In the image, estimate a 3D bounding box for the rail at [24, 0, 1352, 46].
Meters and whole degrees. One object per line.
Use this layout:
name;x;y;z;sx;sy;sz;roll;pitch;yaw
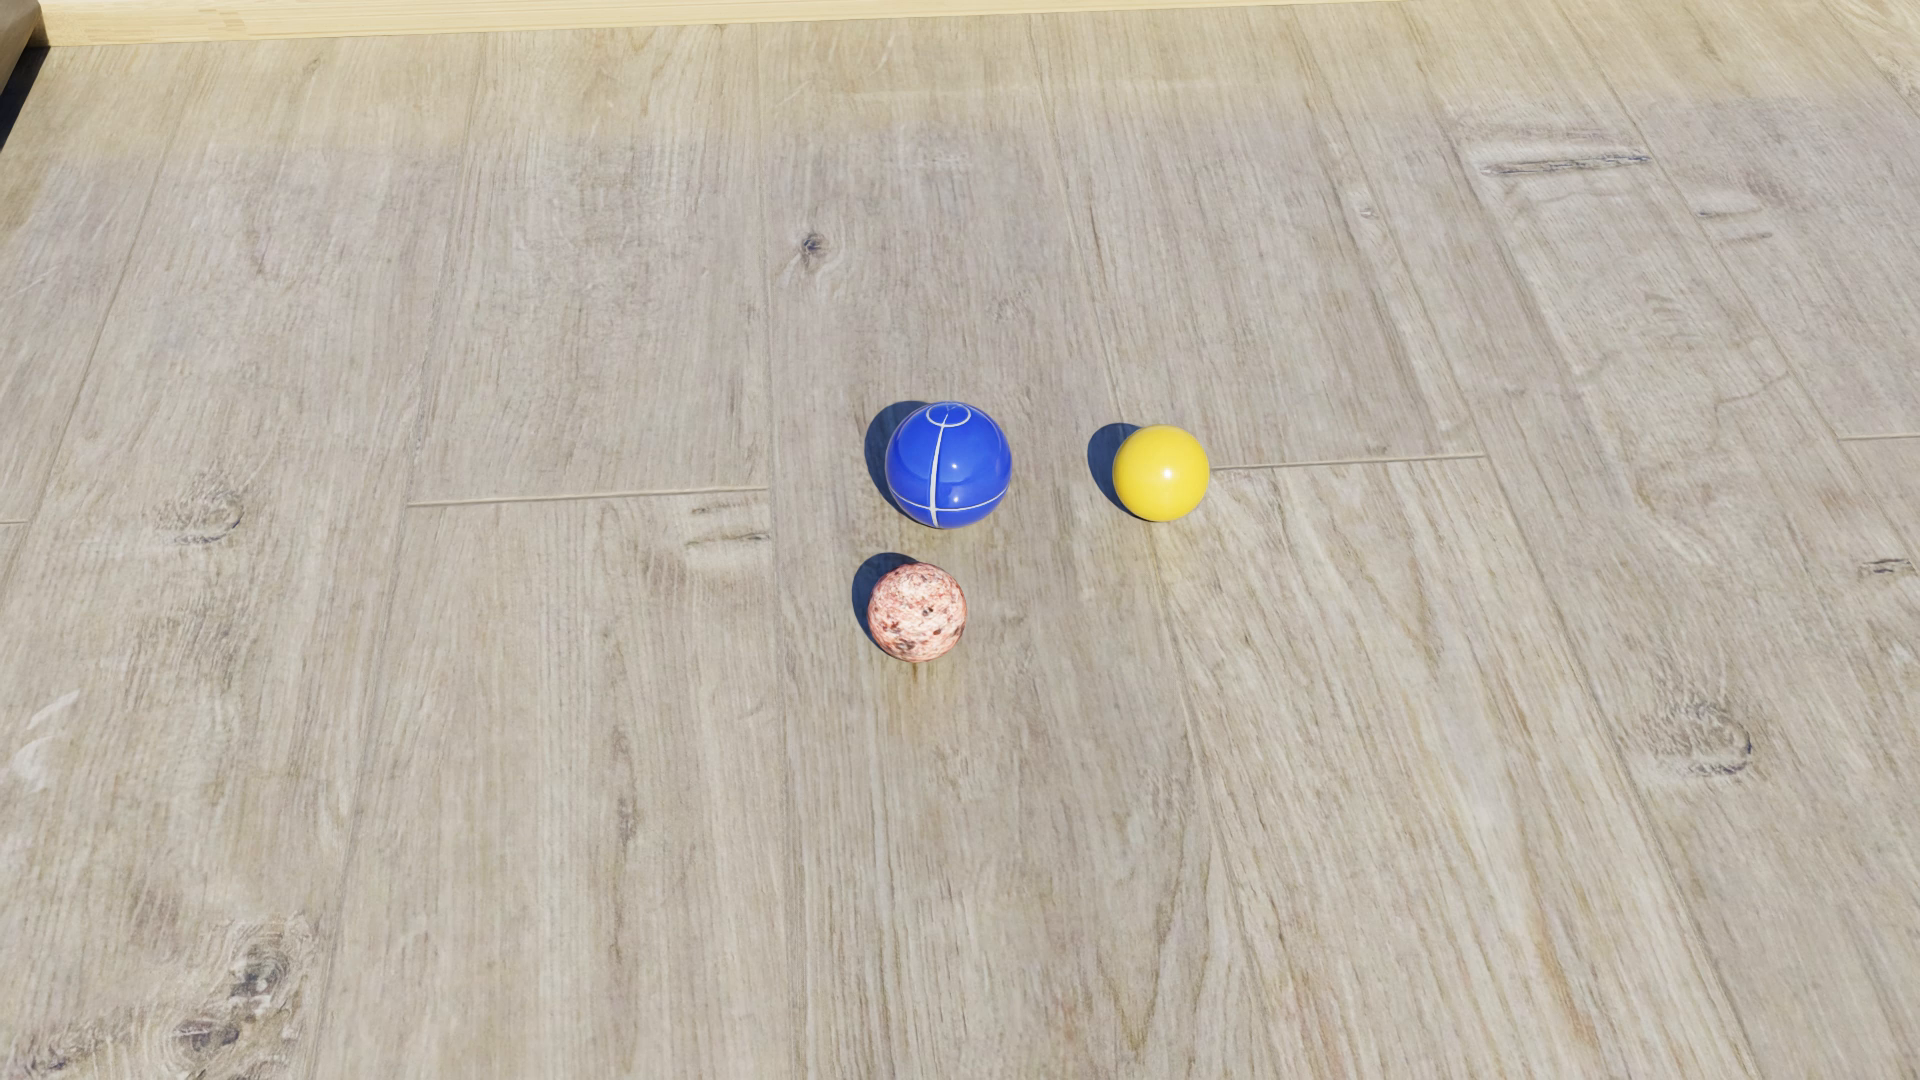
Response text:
rail;0.722;-0.555;2.385;3.173;0.111;0.045;-3;36;-4

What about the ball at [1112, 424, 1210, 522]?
ball;0.135;-0.045;1.722;0.066;0.066;0.066;0;36;0

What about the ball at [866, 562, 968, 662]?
ball;-0.027;0.045;1.600;0.063;0.063;0.063;0;36;0

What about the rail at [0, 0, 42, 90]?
rail;-0.767;0.019;1.593;0.045;0.111;1.760;-3;36;-4

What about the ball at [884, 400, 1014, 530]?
ball;-0.008;-0.050;1.712;0.086;0.086;0.086;0;36;0
